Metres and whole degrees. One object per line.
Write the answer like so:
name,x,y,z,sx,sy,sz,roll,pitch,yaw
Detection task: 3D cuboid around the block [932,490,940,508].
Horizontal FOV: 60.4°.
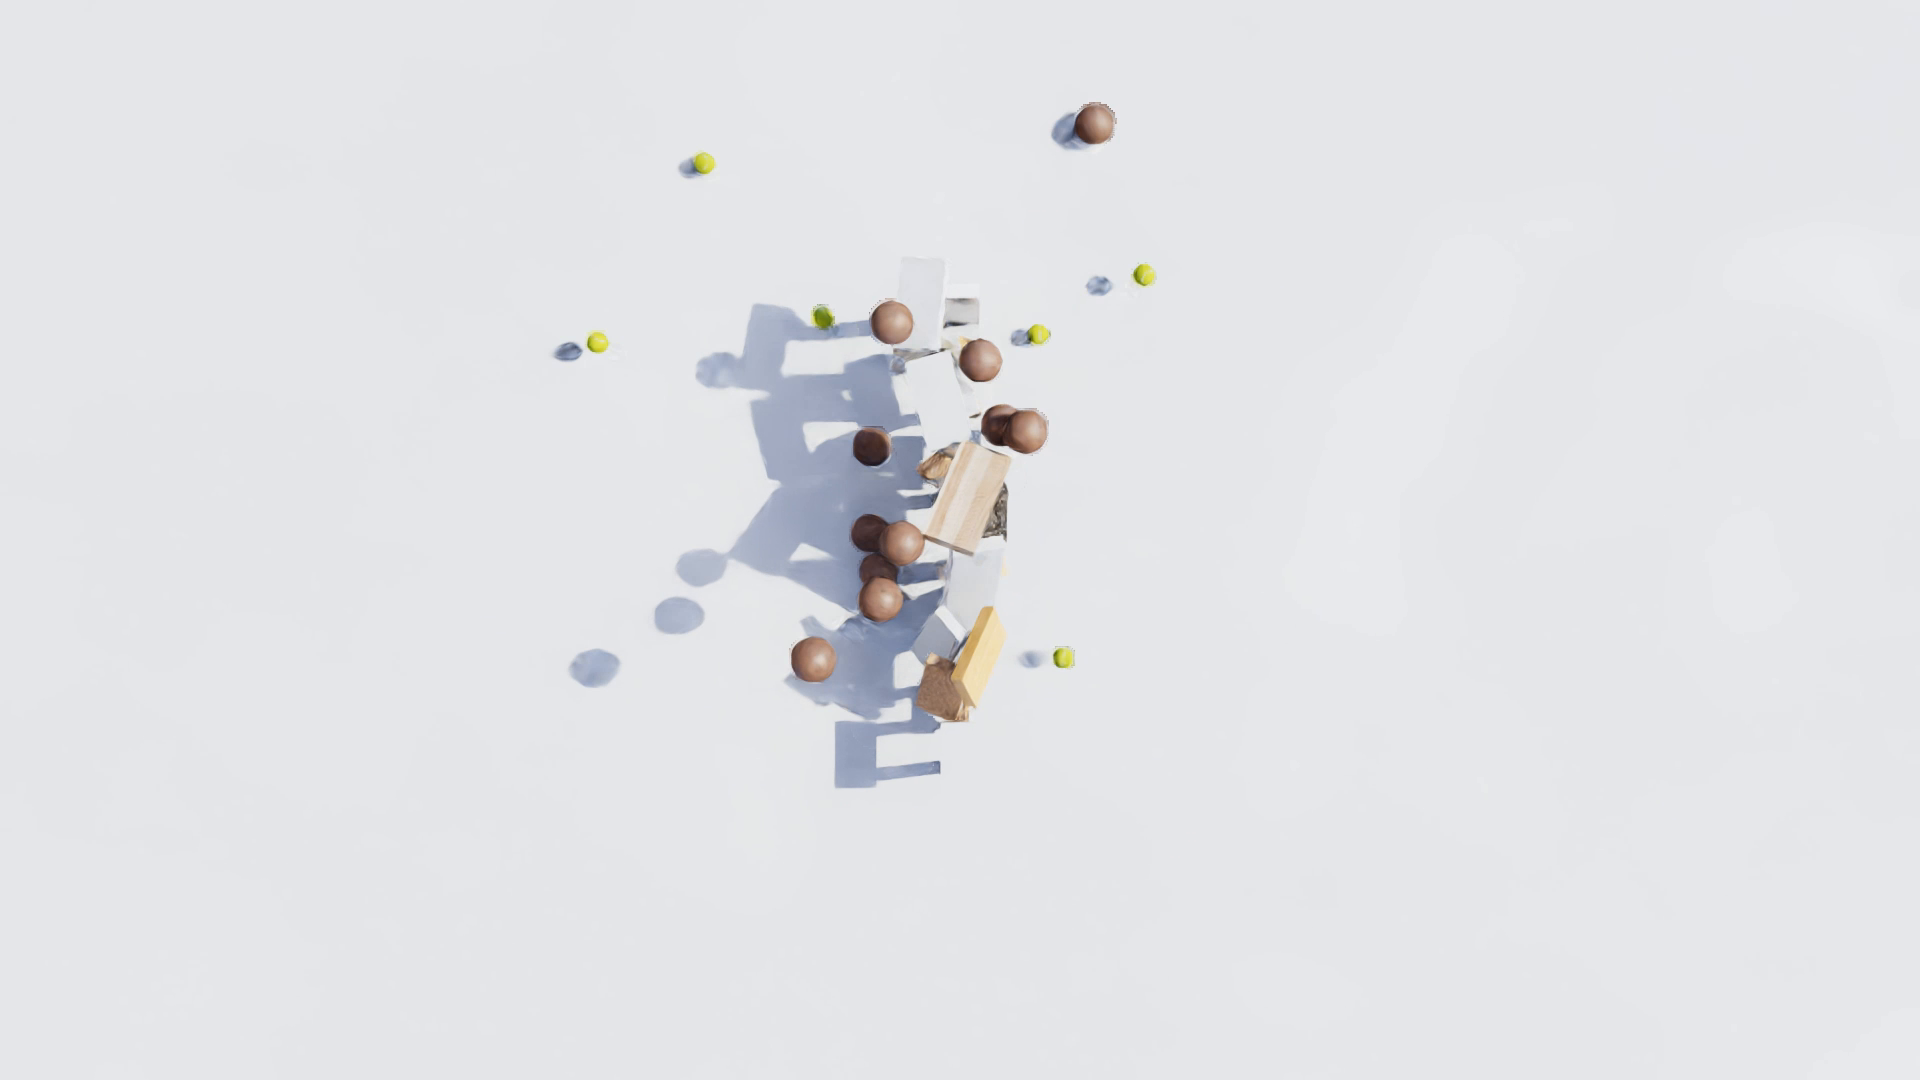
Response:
block,-0.002,-0.141,5.338,0.156,0.311,0.044,-7,90,-5

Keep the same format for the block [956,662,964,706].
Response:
block,-0.051,0.413,5.237,0.119,0.034,0.239,0,91,10

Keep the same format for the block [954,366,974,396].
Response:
block,-0.047,-0.473,5.058,0.137,0.275,0.039,-18,84,8

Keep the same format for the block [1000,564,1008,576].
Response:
block,0.040,-0.027,5.162,0.156,0.044,0.311,-11,91,-5

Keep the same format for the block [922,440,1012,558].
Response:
block,0.022,-0.123,4.811,0.159,0.045,0.319,20,70,5

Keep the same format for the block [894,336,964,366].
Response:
block,-0.093,-0.573,5.048,0.140,0.279,0.040,-9,82,16

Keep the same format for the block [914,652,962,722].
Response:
block,-0.053,0.460,5.099,0.138,0.276,0.039,23,55,6

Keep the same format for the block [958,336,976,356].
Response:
block,-0.028,-0.610,5.363,0.130,0.260,0.037,-27,90,7

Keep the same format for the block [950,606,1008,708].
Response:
block,0.059,0.352,4.982,0.039,0.138,0.276,4,51,28

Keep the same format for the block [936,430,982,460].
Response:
block,-0.002,-0.289,5.109,0.137,0.367,0.039,4,83,2

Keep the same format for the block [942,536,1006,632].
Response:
block,0.034,0.147,5.113,0.159,0.536,0.045,-9,62,-10

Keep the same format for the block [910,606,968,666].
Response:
block,-0.060,0.324,5.097,0.039,0.276,0.138,-33,76,-31

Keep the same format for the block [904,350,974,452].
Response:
block,-0.061,-0.412,4.901,0.137,0.039,0.275,-15,90,7

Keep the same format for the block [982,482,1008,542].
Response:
block,0.061,-0.068,4.988,0.159,0.319,0.045,-15,62,-7

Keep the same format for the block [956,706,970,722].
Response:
block,-0.002,0.571,5.364,0.063,0.018,0.127,-1,90,0

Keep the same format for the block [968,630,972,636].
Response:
block,-0.026,0.320,5.371,0.119,0.238,0.034,1,99,10

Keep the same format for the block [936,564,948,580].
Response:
block,0.015,0.092,5.338,0.156,0.311,0.044,-14,91,-5

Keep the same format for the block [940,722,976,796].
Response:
block,-0.004,0.677,5.116,0.112,0.032,0.223,0,90,0

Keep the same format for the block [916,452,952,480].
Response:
block,-0.055,-0.219,5.191,0.089,0.177,0.025,-37,61,18

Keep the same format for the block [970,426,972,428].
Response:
block,-0.005,-0.275,5.307,0.090,0.025,0.179,1,90,1

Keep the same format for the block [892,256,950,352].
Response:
block,-0.116,-0.701,4.905,0.140,0.040,0.279,5,84,18

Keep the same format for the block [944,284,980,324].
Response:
block,-0.008,-0.742,5.211,0.140,0.576,0.040,0,90,1

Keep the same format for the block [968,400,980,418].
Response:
block,0.000,-0.419,5.369,0.130,0.260,0.037,-7,91,1

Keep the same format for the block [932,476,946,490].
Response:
block,-0.019,-0.178,5.075,0.089,0.177,0.025,-16,102,-12

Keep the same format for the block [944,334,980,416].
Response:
block,-0.036,-0.509,5.215,0.130,0.037,0.260,-16,89,8
